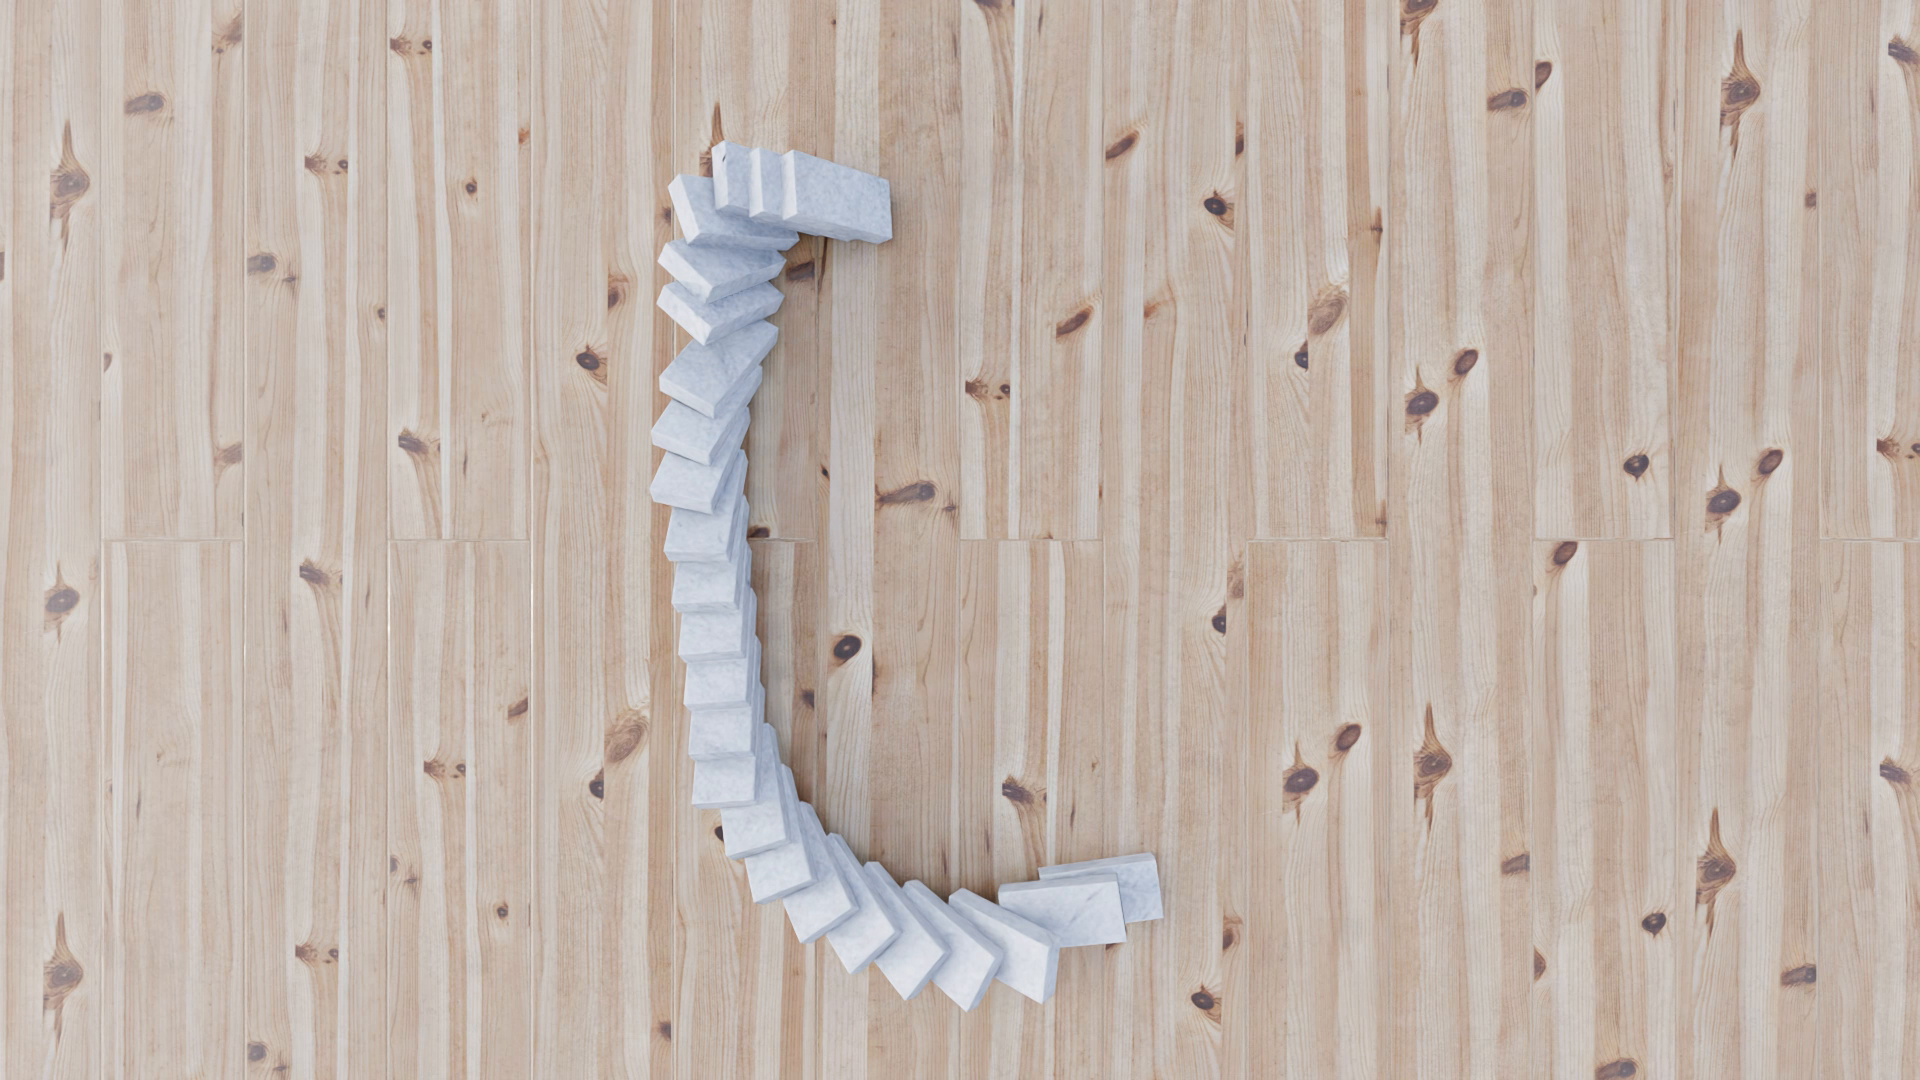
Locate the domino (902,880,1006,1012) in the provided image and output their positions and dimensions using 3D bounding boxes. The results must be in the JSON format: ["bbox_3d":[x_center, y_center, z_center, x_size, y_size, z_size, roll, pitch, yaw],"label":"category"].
[{"bbox_3d":[-0.008,0.168,0.382,0.050,0.009,0.025,29,94,32],"label":"domino"}]

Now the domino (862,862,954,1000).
[{"bbox_3d":[-0.029,0.162,0.383,0.050,0.010,0.025,40,93,31],"label":"domino"}]

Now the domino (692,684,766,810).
[{"bbox_3d":[-0.096,0.085,0.383,0.025,0.009,0.050,-5,60,1],"label":"domino"}]

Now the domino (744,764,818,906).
[{"bbox_3d":[-0.078,0.122,0.383,0.025,0.010,0.050,-22,59,0],"label":"domino"}]

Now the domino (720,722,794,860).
[{"bbox_3d":[-0.087,0.105,0.383,0.025,0.010,0.050,-17,59,0],"label":"domino"}]

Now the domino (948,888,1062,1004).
[{"bbox_3d":[0.017,0.167,0.379,0.050,0.009,0.025,12,103,36],"label":"domino"}]

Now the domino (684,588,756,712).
[{"bbox_3d":[-0.100,0.045,0.384,0.025,0.010,0.050,-4,61,0],"label":"domino"}]

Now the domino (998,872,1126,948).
[{"bbox_3d":[0.043,0.156,0.385,0.050,0.009,0.025,-9,90,9],"label":"domino"}]

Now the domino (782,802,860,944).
[{"bbox_3d":[-0.064,0.138,0.383,0.025,0.009,0.050,-34,59,0],"label":"domino"}]

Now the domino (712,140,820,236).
[{"bbox_3d":[-0.077,-0.144,0.379,0.009,0.050,0.025,-3,90,44],"label":"domino"}]

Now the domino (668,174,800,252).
[{"bbox_3d":[-0.092,-0.134,0.378,0.010,0.050,0.025,-23,85,42],"label":"domino"}]

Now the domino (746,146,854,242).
[{"bbox_3d":[-0.064,-0.142,0.379,0.010,0.050,0.025,-3,90,44],"label":"domino"}]

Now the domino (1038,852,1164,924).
[{"bbox_3d":[0.060,0.152,0.395,0.050,0.009,0.025,-8,90,0],"label":"domino"}]

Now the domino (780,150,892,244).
[{"bbox_3d":[-0.050,-0.141,0.379,0.010,0.050,0.025,-3,90,44],"label":"domino"}]

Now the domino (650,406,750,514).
[{"bbox_3d":[-0.108,-0.036,0.383,0.025,0.009,0.050,12,59,0],"label":"domino"}]

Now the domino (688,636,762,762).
[{"bbox_3d":[-0.098,0.066,0.383,0.025,0.009,0.050,-4,60,0],"label":"domino"}]

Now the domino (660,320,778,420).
[{"bbox_3d":[-0.100,-0.076,0.383,0.025,0.010,0.050,29,59,0],"label":"domino"}]

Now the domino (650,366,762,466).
[{"bbox_3d":[-0.105,-0.057,0.383,0.025,0.010,0.050,22,59,0],"label":"domino"}]

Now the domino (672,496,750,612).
[{"bbox_3d":[-0.104,0.005,0.384,0.025,0.010,0.050,-2,61,0],"label":"domino"}]

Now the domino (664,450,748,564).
[{"bbox_3d":[-0.106,-0.015,0.384,0.025,0.010,0.050,2,61,0],"label":"domino"}]

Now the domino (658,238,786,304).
[{"bbox_3d":[-0.097,-0.115,0.377,0.025,0.050,0.010,43,128,0],"label":"domino"}]

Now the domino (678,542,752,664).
[{"bbox_3d":[-0.102,0.026,0.384,0.025,0.009,0.050,-4,61,0],"label":"domino"}]

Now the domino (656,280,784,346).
[{"bbox_3d":[-0.097,-0.099,0.377,0.025,0.050,0.010,42,128,0],"label":"domino"}]

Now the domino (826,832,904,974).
[{"bbox_3d":[-0.048,0.151,0.383,0.025,0.010,0.050,-43,59,0],"label":"domino"}]
